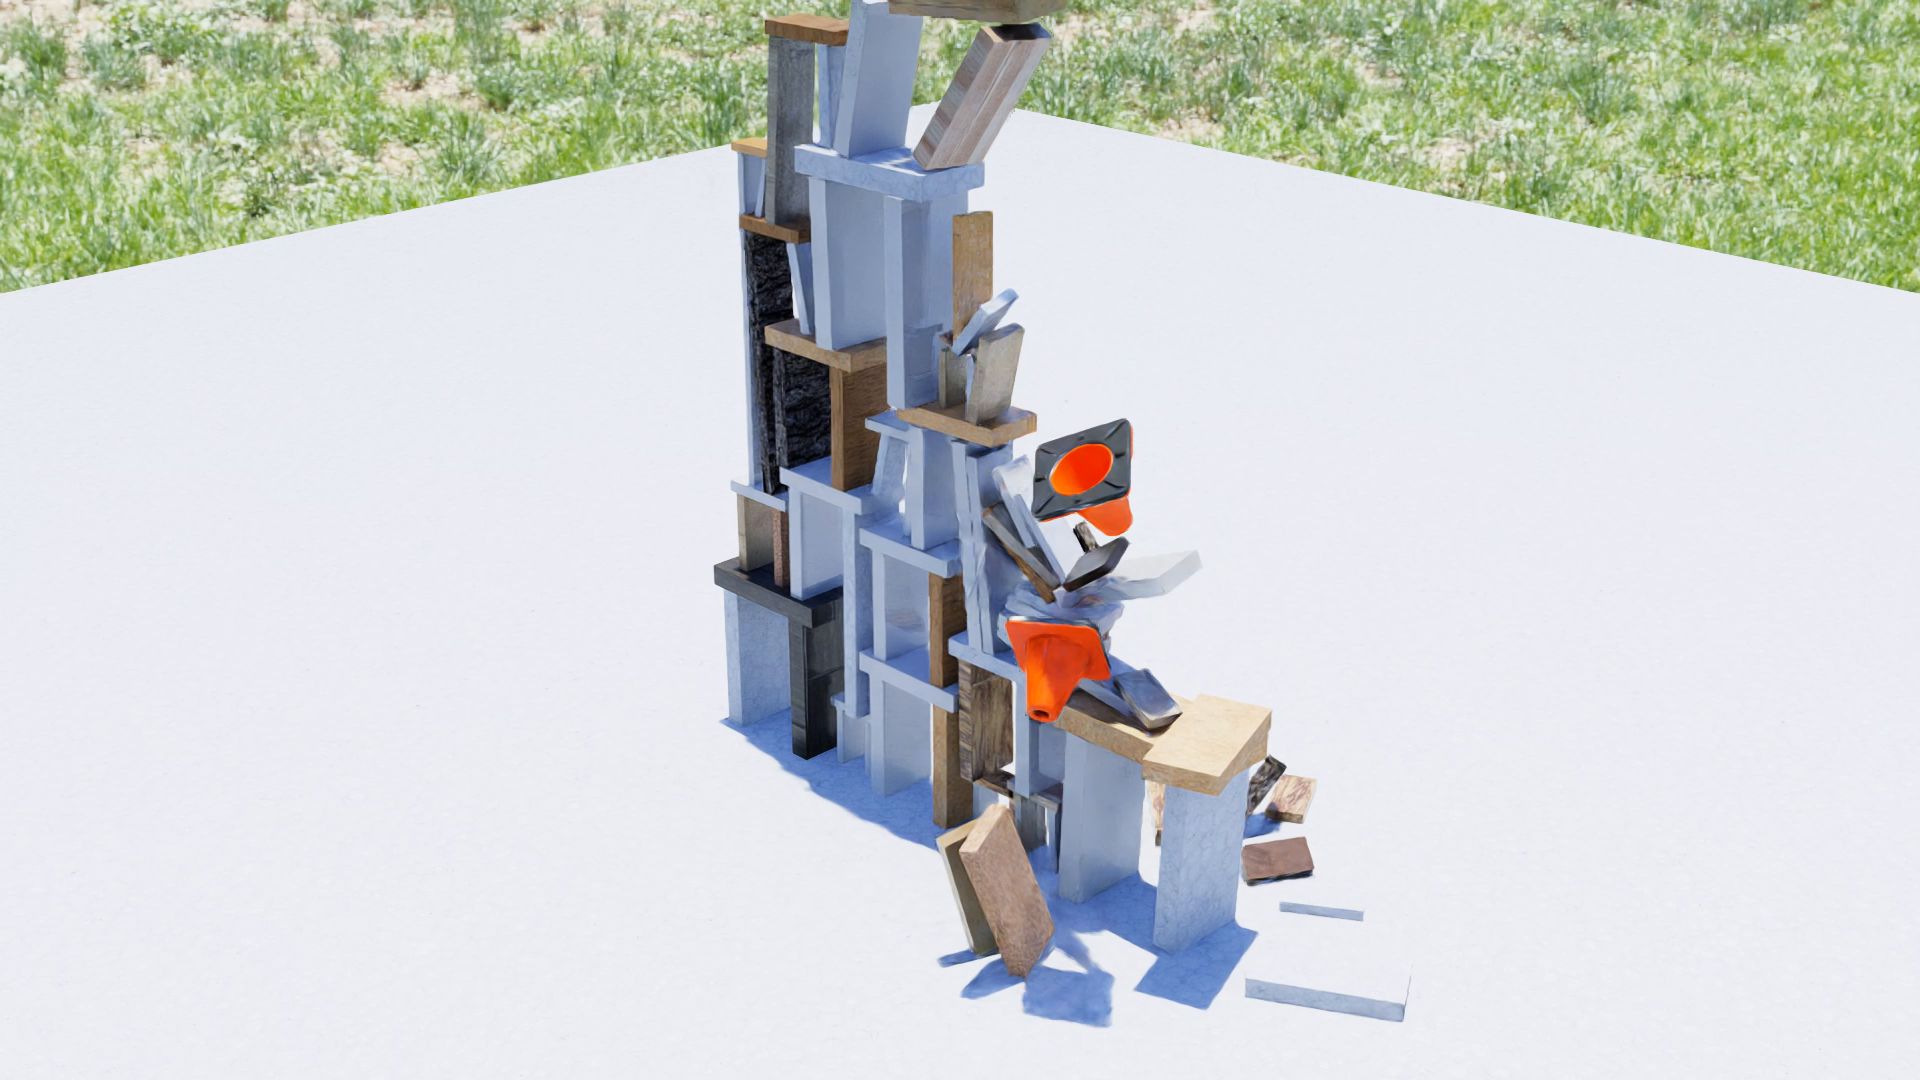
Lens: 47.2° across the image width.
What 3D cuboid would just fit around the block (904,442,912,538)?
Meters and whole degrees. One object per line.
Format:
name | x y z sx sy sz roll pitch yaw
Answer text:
block | -0.072 -0.106 4.250 0.072 0.202 0.020 -23 39 -38

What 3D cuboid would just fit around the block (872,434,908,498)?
block | -0.134 -0.159 4.310 0.020 0.143 0.072 29 36 26

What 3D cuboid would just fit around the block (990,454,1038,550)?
block | 0.121 -0.070 4.011 0.079 0.158 0.022 -27 2 -41

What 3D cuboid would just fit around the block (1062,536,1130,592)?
block | 0.241 0.043 3.897 0.142 0.020 0.071 -30 22 56

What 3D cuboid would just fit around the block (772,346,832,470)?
block | -0.316 -0.282 4.452 0.127 0.254 0.036 -21 30 -40

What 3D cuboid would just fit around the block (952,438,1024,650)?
block | 0.057 -0.003 4.161 0.123 0.410 0.035 -21 24 -40

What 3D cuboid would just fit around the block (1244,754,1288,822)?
block | 0.588 0.501 4.385 0.022 0.155 0.077 37 0 -7

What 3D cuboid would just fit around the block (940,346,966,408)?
block | -0.014 -0.308 4.109 0.016 0.114 0.057 23 35 36

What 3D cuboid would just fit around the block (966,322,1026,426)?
block | 0.064 -0.302 3.999 0.026 0.182 0.091 36 45 29

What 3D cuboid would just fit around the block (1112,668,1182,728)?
block | 0.337 0.283 3.947 0.069 0.020 0.138 -11 37 -22

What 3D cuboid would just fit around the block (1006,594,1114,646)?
block | 0.185 0.134 4.071 0.183 0.026 0.091 25 34 32

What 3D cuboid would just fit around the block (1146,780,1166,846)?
block | 0.454 0.533 4.456 0.138 0.039 0.275 0 23 0

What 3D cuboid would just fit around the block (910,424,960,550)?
block | -0.038 -0.115 4.217 0.123 0.247 0.035 -21 30 -39

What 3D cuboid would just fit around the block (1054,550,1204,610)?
block | 0.300 0.071 3.937 0.247 0.035 0.123 -10 16 44

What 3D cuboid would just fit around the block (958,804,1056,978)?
block | 0.086 0.621 3.887 0.035 0.298 0.123 1 36 33

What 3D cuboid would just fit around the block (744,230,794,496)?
block | -0.375 -0.365 4.475 0.090 0.552 0.026 -20 27 -40

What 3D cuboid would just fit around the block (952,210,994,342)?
block | 0.023 -0.481 4.016 0.079 0.235 0.022 -18 27 -38

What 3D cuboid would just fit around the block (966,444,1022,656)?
block | 0.070 0.019 4.136 0.091 0.389 0.026 -22 25 -40

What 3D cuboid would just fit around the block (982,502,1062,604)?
block | 0.137 0.016 4.062 0.091 0.026 0.212 -22 70 -40

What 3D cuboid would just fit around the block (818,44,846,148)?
block | -0.220 -0.837 4.117 0.027 0.192 0.096 20 30 40

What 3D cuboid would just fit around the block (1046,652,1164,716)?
block | 0.265 0.250 4.043 0.195 0.028 0.098 31 37 31

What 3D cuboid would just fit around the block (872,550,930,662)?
block | -0.118 0.111 4.399 0.034 0.241 0.121 21 30 41

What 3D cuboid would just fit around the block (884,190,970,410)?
block | -0.060 -0.455 4.101 0.167 0.401 0.047 -20 30 -39

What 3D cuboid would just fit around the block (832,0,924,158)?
block | -0.148 -0.855 4.029 0.145 0.290 0.041 -20 42 -41

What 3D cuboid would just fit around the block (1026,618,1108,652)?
block | 0.199 0.160 4.073 0.138 0.020 0.069 24 34 30

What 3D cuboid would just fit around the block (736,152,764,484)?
block | -0.412 -0.448 4.480 0.062 0.701 0.017 -20 30 -40

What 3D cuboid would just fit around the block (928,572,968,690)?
block | -0.006 0.158 4.287 0.034 0.241 0.121 19 29 38

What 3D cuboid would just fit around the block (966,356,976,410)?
block | 0.039 -0.290 4.068 0.057 0.114 0.016 -21 31 -40

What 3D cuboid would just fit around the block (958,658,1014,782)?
block | 0.052 0.335 4.311 0.117 0.261 0.033 -21 30 -40

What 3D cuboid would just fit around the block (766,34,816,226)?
block | -0.328 -0.796 4.244 0.027 0.366 0.096 25 33 37

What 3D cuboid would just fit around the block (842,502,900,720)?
block | -0.179 0.136 4.473 0.123 0.461 0.035 -21 31 -40

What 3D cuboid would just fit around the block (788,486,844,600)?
block | -0.294 -0.009 4.538 0.035 0.246 0.123 22 31 40

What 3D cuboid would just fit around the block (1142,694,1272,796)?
block | 0.433 0.354 3.834 0.138 0.039 0.275 11 25 24

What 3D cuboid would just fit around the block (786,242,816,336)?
block | -0.283 -0.500 4.316 0.090 0.181 0.026 -21 18 -40

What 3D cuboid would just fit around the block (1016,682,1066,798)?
block | 0.160 0.364 4.206 0.117 0.234 0.033 -21 30 -40

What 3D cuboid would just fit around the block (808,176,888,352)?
block | -0.204 -0.545 4.226 0.167 0.334 0.047 -20 28 -39

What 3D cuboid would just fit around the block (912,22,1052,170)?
block | 0.038 -0.783 3.888 0.145 0.290 0.041 -16 60 -42

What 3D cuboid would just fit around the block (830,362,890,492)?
block | -0.196 -0.233 4.337 0.127 0.254 0.036 -21 31 -40

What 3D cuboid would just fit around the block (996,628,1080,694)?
block | 0.172 0.209 4.129 0.098 0.028 0.195 -23 52 -41

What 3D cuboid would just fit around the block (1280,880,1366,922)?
block | 0.683 0.678 4.136 0.155 0.022 0.077 5 24 12

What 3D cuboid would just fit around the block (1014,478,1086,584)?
block | 0.169 -0.014 3.998 0.071 0.186 0.020 -33 5 -43

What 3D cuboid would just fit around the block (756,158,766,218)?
block | -0.366 -0.697 4.326 0.062 0.123 0.017 -20 45 -39
